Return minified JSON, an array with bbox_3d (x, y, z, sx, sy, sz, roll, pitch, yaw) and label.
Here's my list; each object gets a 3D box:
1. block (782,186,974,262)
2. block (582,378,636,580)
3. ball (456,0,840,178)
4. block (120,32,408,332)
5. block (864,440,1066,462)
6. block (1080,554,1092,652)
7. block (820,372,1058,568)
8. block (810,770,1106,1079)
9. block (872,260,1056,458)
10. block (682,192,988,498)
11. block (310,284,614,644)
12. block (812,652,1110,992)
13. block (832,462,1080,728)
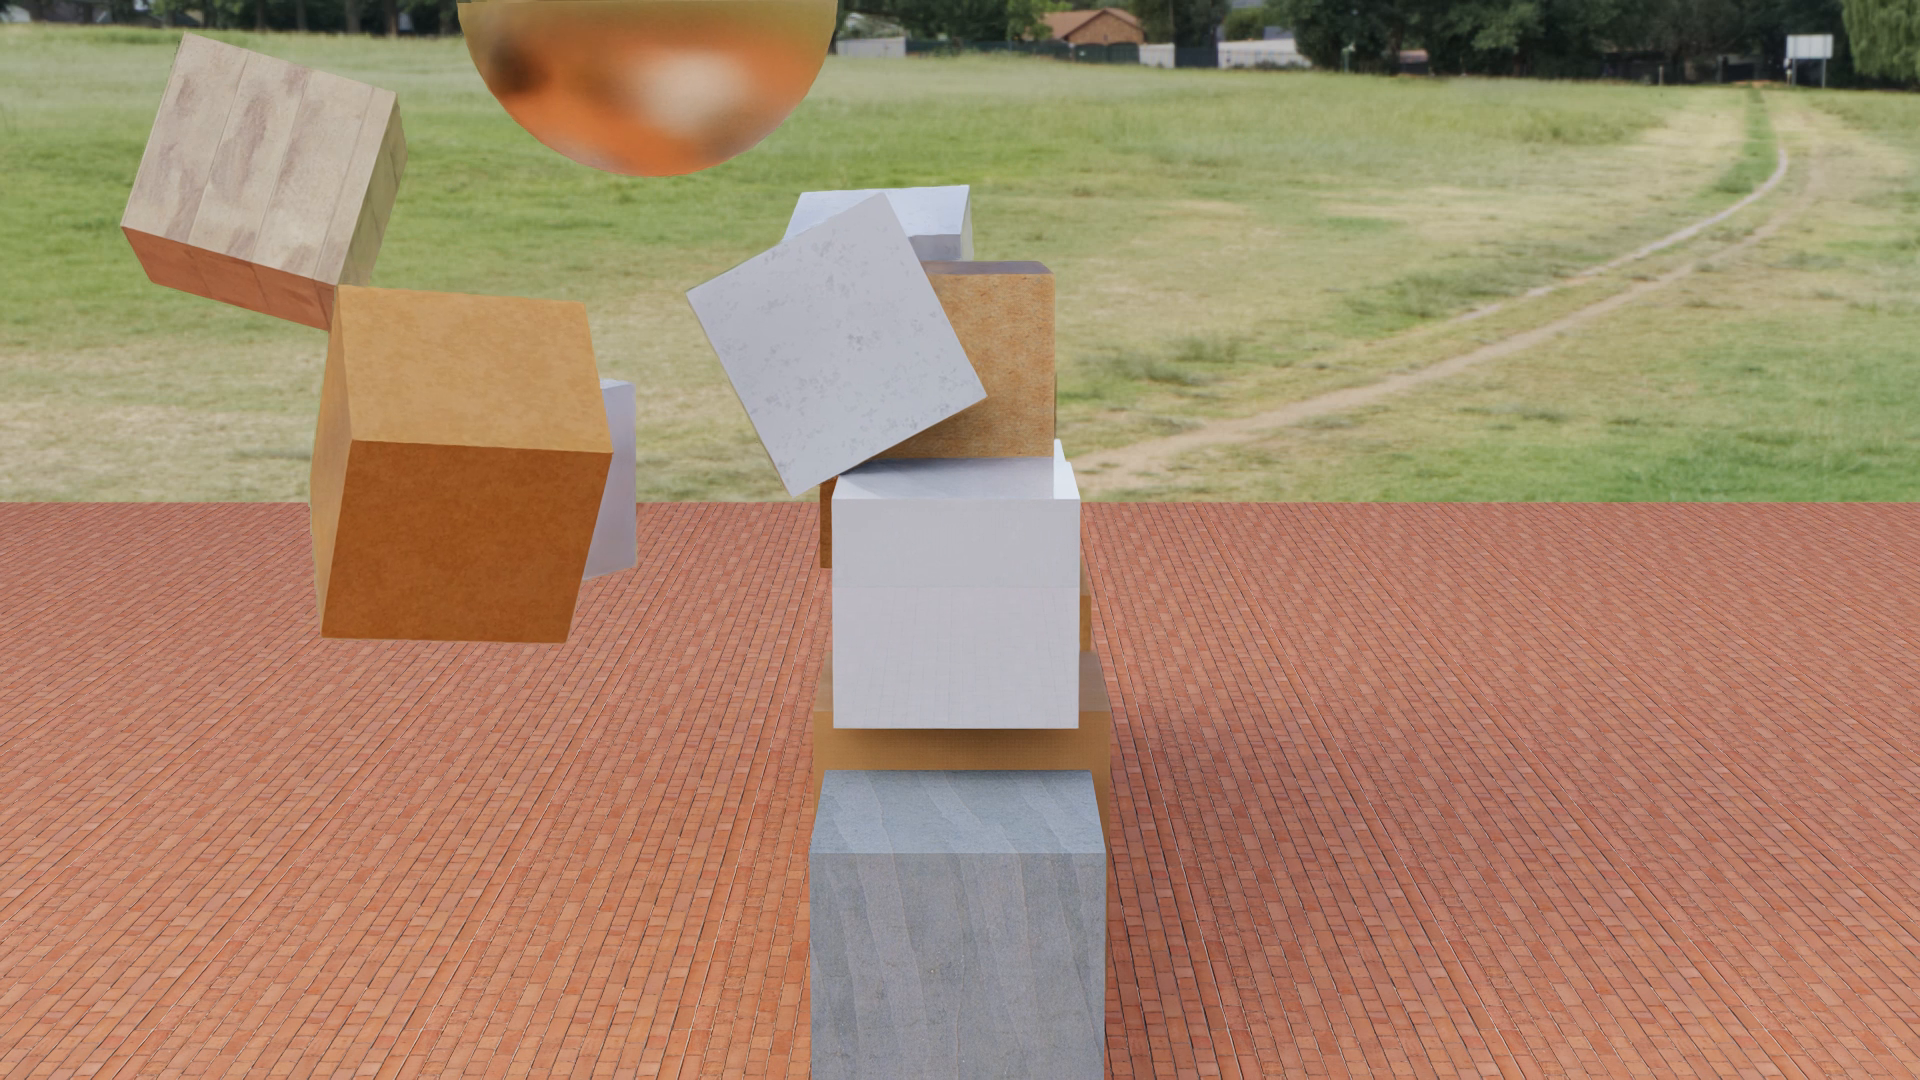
[{"bbox_3d":[-0.347,-1.089,11.920,0.795,0.899,0.770,-2,24,4],"label":"block"},{"bbox_3d":[-2.244,-0.301,12.478,0.940,0.916,0.949,9,15,30],"label":"block"},{"bbox_3d":[-1.306,-2.327,10.757,1.600,1.600,1.600,0,10,0],"label":"ball"},{"bbox_3d":[-2.815,-1.431,10.484,0.855,0.831,0.805,15,-12,-6],"label":"block"},{"bbox_3d":[0.013,0.034,10.799,0.846,0.784,0.998,0,10,0],"label":"block"},{"bbox_3d":[0.017,0.716,12.435,1.174,1.142,1.138,0,10,0],"label":"block"},{"bbox_3d":[-0.095,-0.352,12.648,0.971,0.882,0.875,3,11,15],"label":"block"},{"bbox_3d":[-0.008,1.409,9.324,1.011,0.892,1.065,0,10,0],"label":"block"},{"bbox_3d":[-0.018,-0.786,10.993,0.776,0.761,0.759,-1,10,-3],"label":"block"},{"bbox_3d":[-0.512,-0.780,10.170,0.849,0.881,0.717,-28,8,-4],"label":"block"},{"bbox_3d":[-1.938,-0.277,9.825,0.937,1.017,0.860,2,44,-20],"label":"block"},{"bbox_3d":[0.007,1.108,10.346,1.131,1.119,1.029,0,10,0],"label":"block"},{"bbox_3d":[-0.014,0.192,9.855,0.905,0.859,0.913,0,10,0],"label":"block"}]
